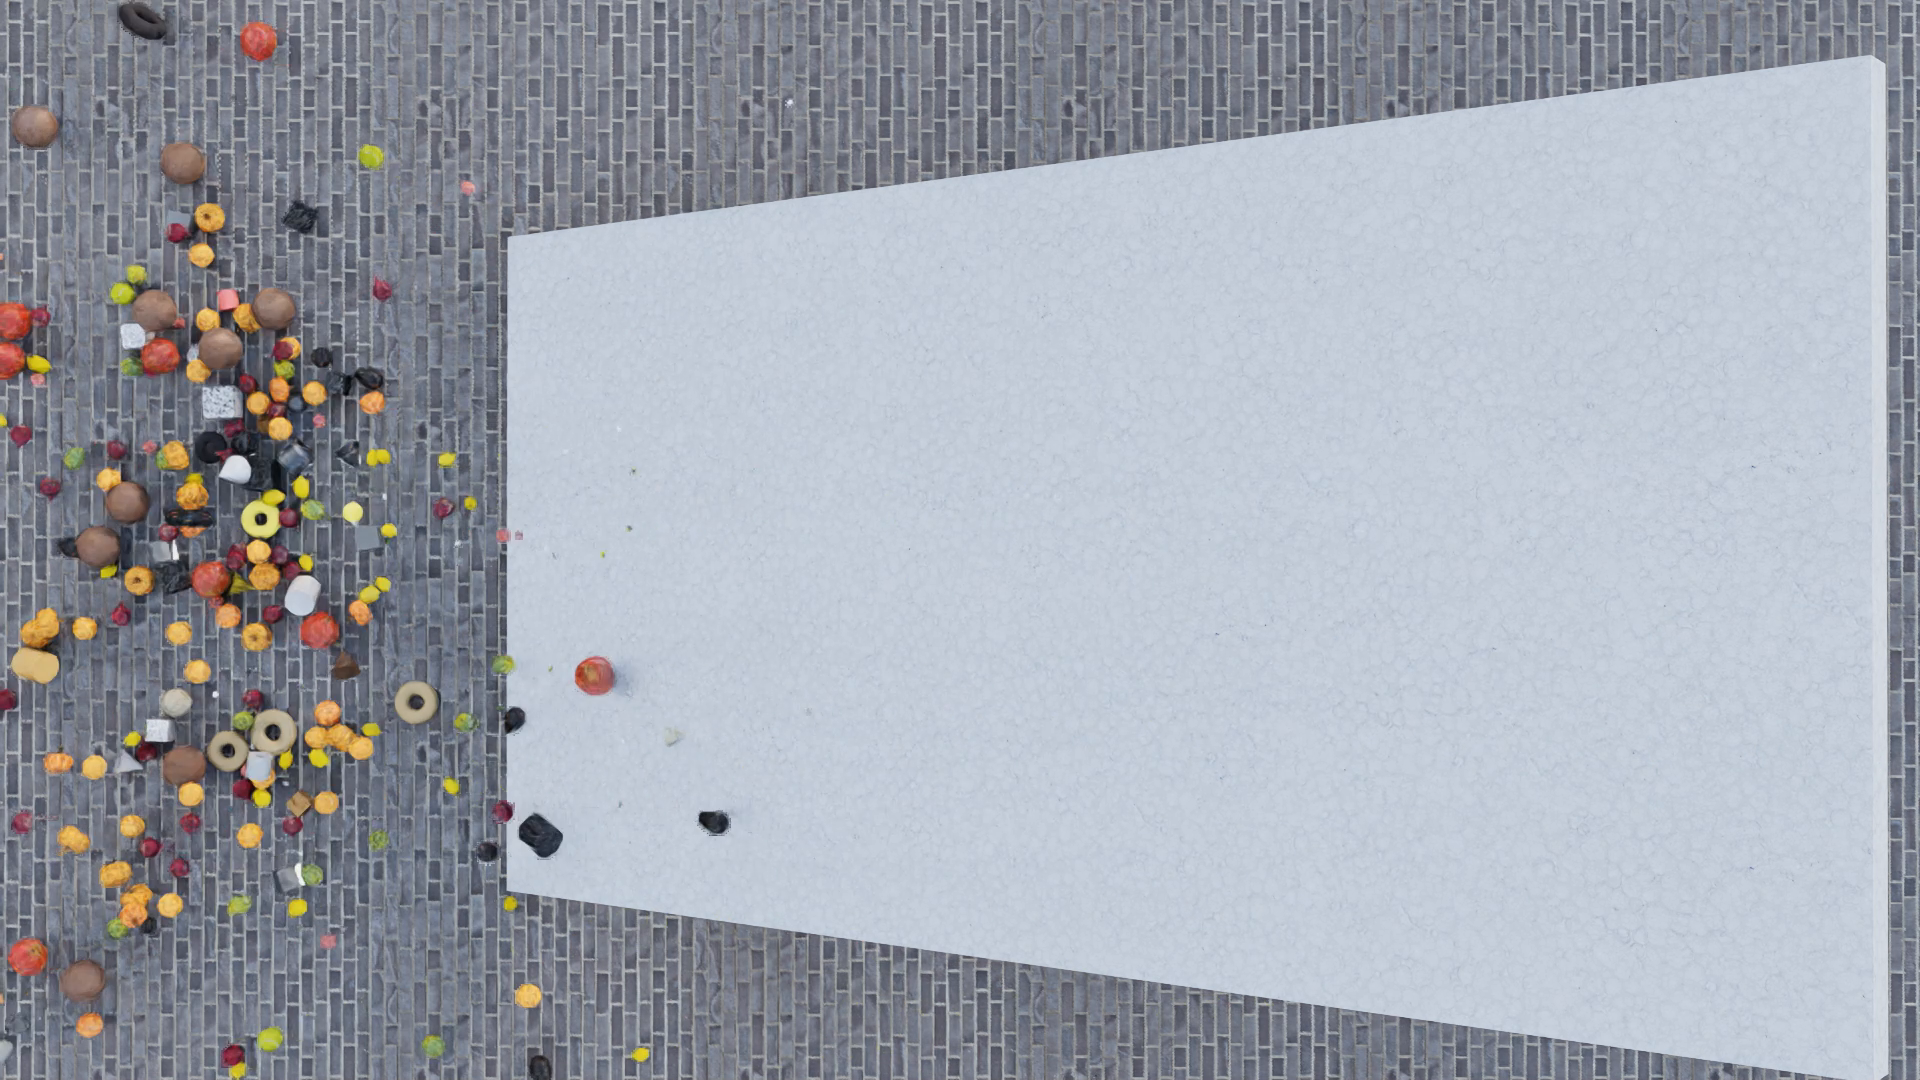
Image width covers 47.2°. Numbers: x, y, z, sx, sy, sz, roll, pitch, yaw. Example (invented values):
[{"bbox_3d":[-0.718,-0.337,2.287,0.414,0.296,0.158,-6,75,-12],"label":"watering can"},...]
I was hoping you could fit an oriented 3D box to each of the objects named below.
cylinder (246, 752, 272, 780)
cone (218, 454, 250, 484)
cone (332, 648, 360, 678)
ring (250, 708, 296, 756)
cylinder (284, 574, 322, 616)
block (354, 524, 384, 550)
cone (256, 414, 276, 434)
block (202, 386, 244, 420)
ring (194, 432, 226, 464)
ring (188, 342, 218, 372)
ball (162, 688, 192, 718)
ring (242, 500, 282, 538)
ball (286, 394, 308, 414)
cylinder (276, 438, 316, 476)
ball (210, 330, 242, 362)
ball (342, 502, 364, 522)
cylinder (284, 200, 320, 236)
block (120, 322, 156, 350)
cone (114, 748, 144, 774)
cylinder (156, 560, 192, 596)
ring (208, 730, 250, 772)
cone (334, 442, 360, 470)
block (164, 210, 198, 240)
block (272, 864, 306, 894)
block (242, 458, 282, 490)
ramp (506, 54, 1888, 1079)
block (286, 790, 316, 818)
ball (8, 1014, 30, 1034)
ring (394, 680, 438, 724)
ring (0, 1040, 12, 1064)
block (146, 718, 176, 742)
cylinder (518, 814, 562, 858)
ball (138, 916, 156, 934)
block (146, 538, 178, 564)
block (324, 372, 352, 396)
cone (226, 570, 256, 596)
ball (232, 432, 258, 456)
[{"bbox_3d":[-2.130,0.687,6.680,0.070,0.070,0.070,10,99,0],"label":"cylinder"},{"bbox_3d":[-2.216,-0.203,6.658,0.094,0.094,0.094,4,105,17],"label":"cone"},{"bbox_3d":[-1.898,0.369,6.785,0.089,0.089,0.089,-14,63,0],"label":"cone"},{"bbox_3d":[-2.117,0.593,6.780,0.145,0.048,0.145,0,90,1],"label":"ring"},{"bbox_3d":[-2.016,0.169,6.745,0.091,0.091,0.091,-1,120,-1],"label":"cylinder"},{"bbox_3d":[-1.818,-0.008,6.773,0.070,0.070,0.070,-6,90,0],"label":"block"},{"bbox_3d":[-2.149,-0.359,6.778,0.062,0.062,0.062,0,88,-1],"label":"cone"},{"bbox_3d":[-2.267,-0.421,6.764,0.094,0.094,0.094,-2,90,0],"label":"block"},{"bbox_3d":[-2.316,-0.287,6.794,0.100,0.033,0.100,0,91,0],"label":"ring"},{"bbox_3d":[-2.339,-0.565,6.792,0.093,0.031,0.093,0,87,-9],"label":"ring"},{"bbox_3d":[-2.408,0.500,6.759,0.091,0.091,0.091,0,90,0],"label":"ball"},{"bbox_3d":[-2.157,-0.064,6.788,0.123,0.041,0.123,0,88,-1],"label":"ring"},{"bbox_3d":[-2.044,-0.420,6.779,0.063,0.063,0.063,0,90,0],"label":"ball"},{"bbox_3d":[-2.044,-0.255,6.767,0.084,0.084,0.084,-42,90,0],"label":"cylinder"},{"bbox_3d":[-2.256,-0.596,6.765,0.094,0.094,0.094,0,90,0],"label":"ball"},{"bbox_3d":[-1.862,-0.085,6.741,0.061,0.061,0.061,0,90,0],"label":"ball"},{"bbox_3d":[-2.029,-0.993,6.774,0.082,0.082,0.082,28,90,0],"label":"cylinder"},{"bbox_3d":[-2.532,-0.627,6.775,0.072,0.072,0.072,-5,90,1],"label":"block"},{"bbox_3d":[-2.557,0.692,6.785,0.082,0.082,0.082,21,90,-27],"label":"cone"},{"bbox_3d":[-2.417,0.118,6.767,0.081,0.081,0.081,-24,97,0],"label":"cylinder"},{"bbox_3d":[-2.256,0.652,6.783,0.128,0.043,0.128,0,91,0],"label":"ring"},{"bbox_3d":[-1.872,-0.244,6.788,0.087,0.087,0.087,-26,119,0],"label":"cone"},{"bbox_3d":[-2.399,-0.971,6.780,0.069,0.069,0.069,12,90,0],"label":"block"},{"bbox_3d":[-2.064,1.042,6.767,0.069,0.069,0.069,-18,90,0],"label":"block"},{"bbox_3d":[-2.149,-0.200,6.763,0.092,0.092,0.092,-3,90,0],"label":"block"},{"bbox_3d":[0.225,0.064,5.542,4.000,0.100,2.000,0,90,38],"label":"ramp"},{"bbox_3d":[-2.031,0.810,6.774,0.058,0.058,0.058,45,90,0],"label":"block"},{"bbox_3d":[-2.898,1.489,6.767,0.062,0.062,0.062,0,90,0],"label":"ball"},{"bbox_3d":[-1.677,0.501,6.782,0.135,0.045,0.135,0,90,0],"label":"ring"},{"bbox_3d":[-2.967,1.585,6.732,0.140,0.140,0.047,-29,106,0],"label":"ring"},{"bbox_3d":[-2.461,0.585,6.771,0.065,0.065,0.065,3,90,0],"label":"block"},{"bbox_3d":[-1.251,0.881,6.556,0.094,0.094,0.094,33,90,34],"label":"cylinder"},{"bbox_3d":[-2.503,1.185,6.772,0.056,0.056,0.056,0,90,0],"label":"ball"},{"bbox_3d":[-2.457,0.034,6.775,0.065,0.065,0.065,-14,90,0],"label":"block"},{"bbox_3d":[-1.917,-0.483,6.780,0.059,0.059,0.059,11,88,3],"label":"block"},{"bbox_3d":[-2.212,0.142,6.789,0.080,0.080,0.080,15,90,-27],"label":"cone"},{"bbox_3d":[-2.196,-0.295,6.751,0.077,0.077,0.077,0,90,0],"label":"ball"}]
